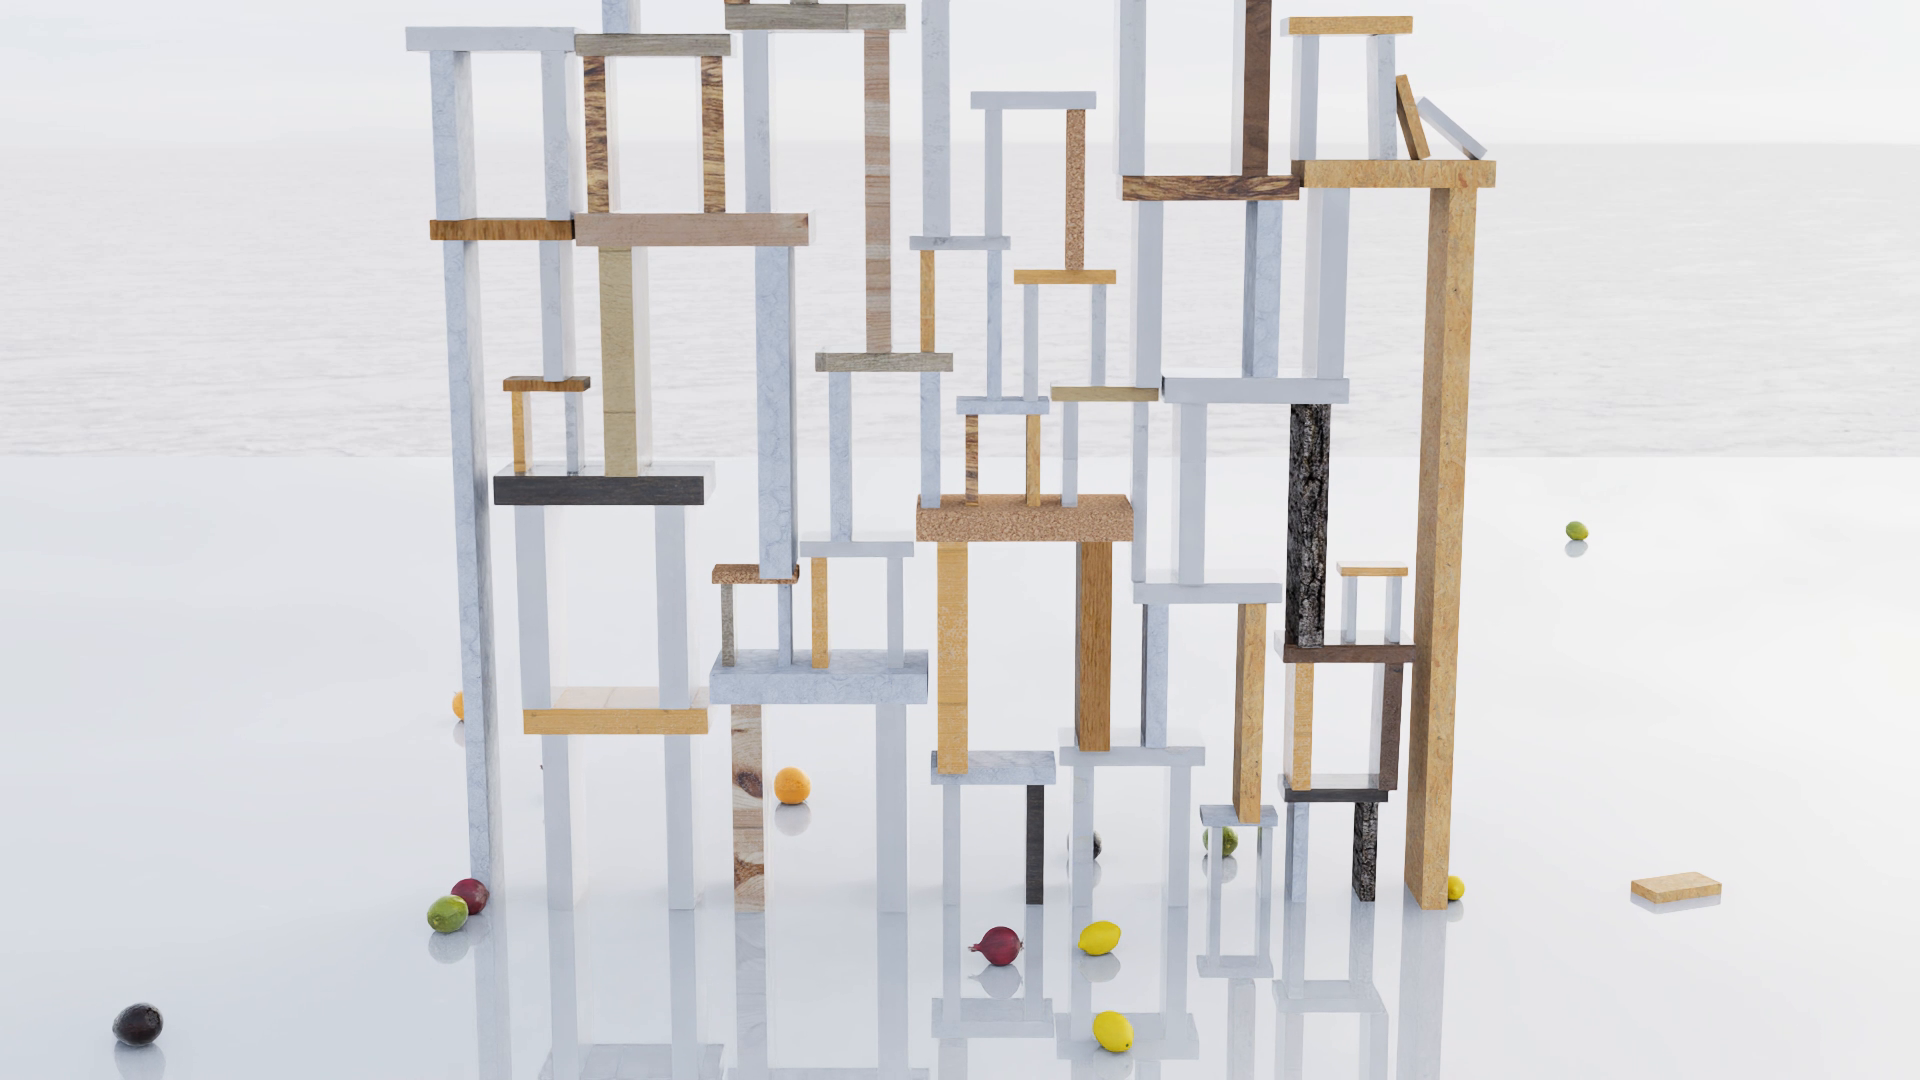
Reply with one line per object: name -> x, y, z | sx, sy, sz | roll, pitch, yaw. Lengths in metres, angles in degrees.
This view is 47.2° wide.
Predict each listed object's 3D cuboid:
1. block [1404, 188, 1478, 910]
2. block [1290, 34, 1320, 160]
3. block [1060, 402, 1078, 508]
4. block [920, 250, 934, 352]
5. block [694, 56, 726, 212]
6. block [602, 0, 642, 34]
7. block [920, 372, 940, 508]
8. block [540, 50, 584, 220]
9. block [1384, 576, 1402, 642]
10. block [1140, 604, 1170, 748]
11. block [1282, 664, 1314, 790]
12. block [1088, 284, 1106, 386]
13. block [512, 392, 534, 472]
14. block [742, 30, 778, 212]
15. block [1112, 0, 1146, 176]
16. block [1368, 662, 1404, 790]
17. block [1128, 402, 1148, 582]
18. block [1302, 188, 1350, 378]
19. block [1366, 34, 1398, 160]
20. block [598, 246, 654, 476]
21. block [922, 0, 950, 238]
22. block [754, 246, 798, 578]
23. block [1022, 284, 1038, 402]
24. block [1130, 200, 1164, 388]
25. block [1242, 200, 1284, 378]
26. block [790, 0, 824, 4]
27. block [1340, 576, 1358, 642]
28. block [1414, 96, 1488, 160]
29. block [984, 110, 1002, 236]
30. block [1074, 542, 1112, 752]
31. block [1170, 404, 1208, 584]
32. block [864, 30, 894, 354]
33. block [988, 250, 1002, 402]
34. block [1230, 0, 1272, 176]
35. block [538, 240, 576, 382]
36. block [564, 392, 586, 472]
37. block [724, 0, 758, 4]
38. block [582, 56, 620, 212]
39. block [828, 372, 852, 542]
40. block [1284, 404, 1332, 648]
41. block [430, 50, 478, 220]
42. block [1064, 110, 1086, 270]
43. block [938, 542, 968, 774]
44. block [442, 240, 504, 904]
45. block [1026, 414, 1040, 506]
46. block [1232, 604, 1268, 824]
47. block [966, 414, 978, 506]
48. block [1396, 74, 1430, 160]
block -> 0.775, 0.018, 3.559 | 0.042, 1.165, 0.147 | 0, 11, 0
block -> 0.538, -0.690, 3.437 | 0.027, 0.190, 0.095 | 0, 11, 0
block -> 0.175, -0.143, 3.531 | 0.024, 0.169, 0.085 | 0, 11, 0
block -> -0.051, -0.383, 3.492 | 0.022, 0.158, 0.079 | 0, 11, 0
block -> -0.392, -0.635, 3.446 | 0.034, 0.237, 0.118 | -2, 11, -11
block -> -0.524, -0.944, 3.382 | 0.040, 0.327, 0.141 | 0, 11, -1
block -> -0.047, -0.167, 3.529 | 0.031, 0.217, 0.108 | 0, 11, 0
block -> -0.623, -0.633, 3.446 | 0.036, 0.257, 0.128 | 0, 11, 0
block -> 0.704, 0.107, 3.575 | 0.015, 0.108, 0.054 | 0, 10, 0
block -> 0.318, 0.208, 3.594 | 0.034, 0.238, 0.119 | 0, 11, 0
block -> 0.556, 0.294, 3.618 | 0.030, 0.213, 0.107 | 0, 10, 0
block -> 0.218, -0.329, 3.498 | 0.023, 0.160, 0.080 | 0, 11, 0
block -> -0.702, -0.178, 3.526 | 0.018, 0.128, 0.064 | 0, 11, 0
block -> -0.312, -0.654, 3.442 | 0.039, 0.275, 0.138 | 0, 11, 0
block -> 0.263, -0.712, 3.426 | 0.040, 0.282, 0.141 | 0, 11, 0
block -> 0.700, 0.294, 3.617 | 0.030, 0.213, 0.107 | 1, 11, 1
block -> 0.287, -0.084, 3.539 | 0.024, 0.289, 0.085 | 0, 11, 1
block -> 0.578, -0.410, 3.479 | 0.042, 0.293, 0.147 | 0, 11, 0
block -> 0.659, -0.691, 3.436 | 0.027, 0.190, 0.095 | -3, 11, 0
block -> -0.532, -0.292, 3.508 | 0.051, 0.359, 0.180 | 0, 11, 0
block -> -0.037, -0.803, 3.410 | 0.043, 0.654, 0.151 | 0, 11, 0
block -> -0.292, -0.212, 3.523 | 0.051, 0.522, 0.180 | 0, 11, -1
block -> 0.112, -0.318, 3.502 | 0.023, 0.185, 0.080 | 0, 11, 0
block -> 0.295, -0.394, 3.489 | 0.039, 0.290, 0.137 | 0, 11, 0
block -> 0.479, -0.402, 3.488 | 0.039, 0.274, 0.137 | 0, 11, 0
block -> -0.235, -0.976, 3.378 | 0.043, 0.302, 0.151 | 0, 11, 0
block -> 0.633, 0.107, 3.576 | 0.015, 0.108, 0.054 | 0, 11, 0
block -> 0.762, -0.644, 3.437 | 0.132, 0.019, 0.066 | 39, 8, -7
block -> 0.052, -0.576, 3.448 | 0.027, 0.194, 0.097 | 0, 11, 1
block -> 0.217, 0.156, 3.589 | 0.049, 0.343, 0.171 | 0, 11, 0
block -> 0.368, -0.085, 3.542 | 0.041, 0.289, 0.144 | 0, 11, 0
block -> -0.127, -0.547, 3.463 | 0.039, 0.493, 0.138 | 0, 11, 0
block -> 0.055, -0.344, 3.500 | 0.022, 0.238, 0.079 | 0, 11, 0
block -> 0.453, -0.712, 3.426 | 0.040, 0.282, 0.141 | 0, 11, 0
block -> -0.639, -0.368, 3.497 | 0.031, 0.221, 0.110 | 0, 11, 1
block -> -0.617, -0.178, 3.525 | 0.018, 0.128, 0.064 | 0, 11, 0
block -> -0.338, -0.966, 3.379 | 0.040, 0.283, 0.141 | 0, 11, 0
block -> -0.560, -0.634, 3.440 | 0.034, 0.237, 0.118 | 0, 11, 0
block -> -0.191, -0.140, 3.533 | 0.031, 0.272, 0.108 | 0, 11, 0
block -> 0.561, -0.033, 3.553 | 0.041, 0.393, 0.144 | 0, 10, 0
block -> -0.792, -0.632, 3.443 | 0.036, 0.256, 0.128 | 0, 11, 0
block -> 0.181, -0.550, 3.452 | 0.027, 0.246, 0.097 | 0, 11, 1
block -> -0.012, 0.174, 3.591 | 0.049, 0.380, 0.171 | 0, 11, 0
block -> -0.788, 0.056, 3.575 | 0.031, 1.084, 0.110 | 0, 11, 0
block -> 0.117, -0.133, 3.533 | 0.021, 0.148, 0.074 | 0, 11, 0
block -> 0.475, 0.271, 3.610 | 0.034, 0.367, 0.119 | 0, 11, 1
block -> 0.019, -0.133, 3.533 | 0.021, 0.148, 0.074 | 0, 11, 0
block -> 0.701, -0.660, 3.435 | 0.019, 0.132, 0.066 | -19, 10, 3
